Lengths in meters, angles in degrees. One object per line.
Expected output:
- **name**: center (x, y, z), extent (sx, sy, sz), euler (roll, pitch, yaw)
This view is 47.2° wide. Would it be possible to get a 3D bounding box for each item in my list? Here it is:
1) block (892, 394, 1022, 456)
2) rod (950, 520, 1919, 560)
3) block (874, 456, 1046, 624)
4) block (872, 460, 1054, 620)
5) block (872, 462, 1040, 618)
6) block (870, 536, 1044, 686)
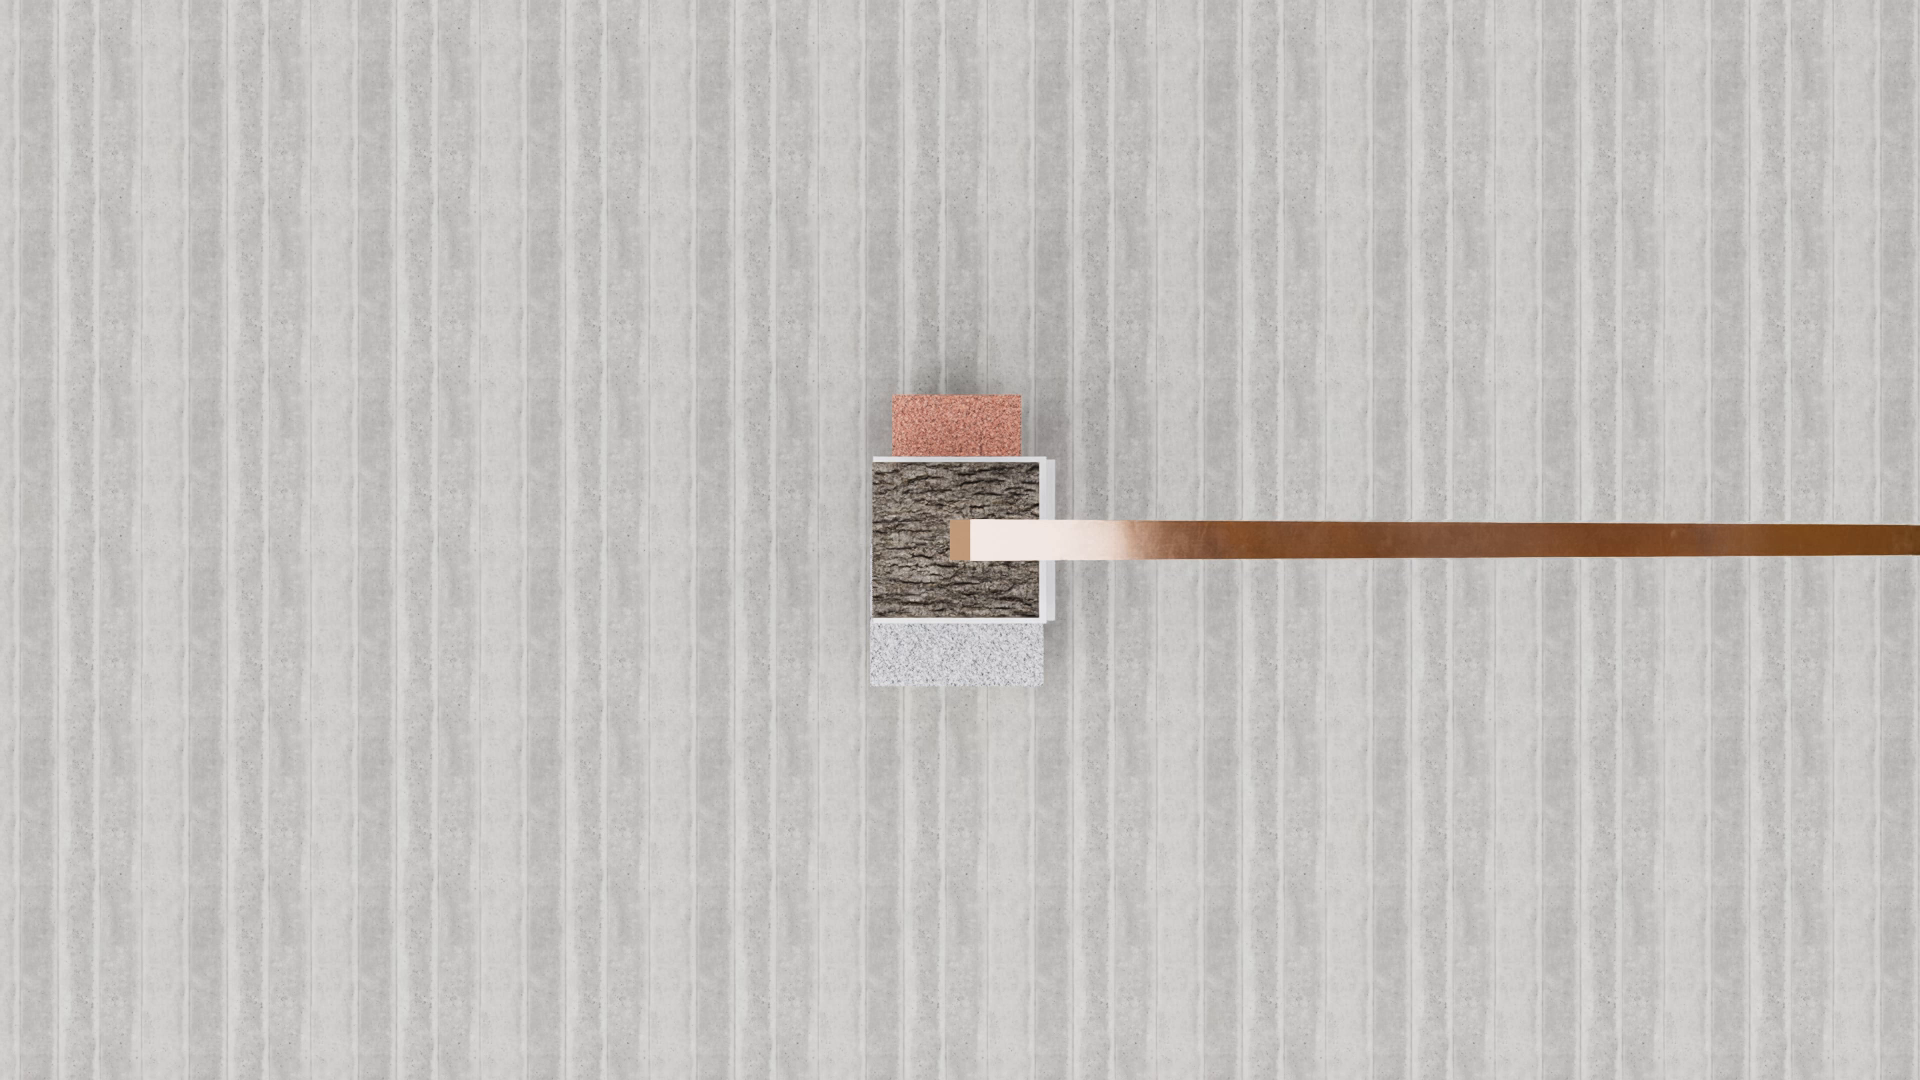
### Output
- **block**: center (-0.018, -0.416, 12.565), extent (0.710, 0.869, 0.770), euler (0, 90, 0)
- **rod**: center (2.234, 0.000, 5.641), extent (5.200, 0.080, 0.080), euler (0, 90, -31)
- **block**: center (-0.001, 0.000, 10.067), extent (0.761, 0.782, 0.734), euler (0, 90, 0)
- **block**: center (0.018, 0.000, 10.806), extent (0.867, 0.696, 0.764), euler (0, 90, 0)
- **block**: center (-0.016, 0.000, 8.820), extent (0.647, 0.603, 0.604), euler (0, 90, 0)
- **block**: center (-0.017, 0.390, 12.521), extent (0.948, 0.958, 0.822), euler (0, 90, 0)
